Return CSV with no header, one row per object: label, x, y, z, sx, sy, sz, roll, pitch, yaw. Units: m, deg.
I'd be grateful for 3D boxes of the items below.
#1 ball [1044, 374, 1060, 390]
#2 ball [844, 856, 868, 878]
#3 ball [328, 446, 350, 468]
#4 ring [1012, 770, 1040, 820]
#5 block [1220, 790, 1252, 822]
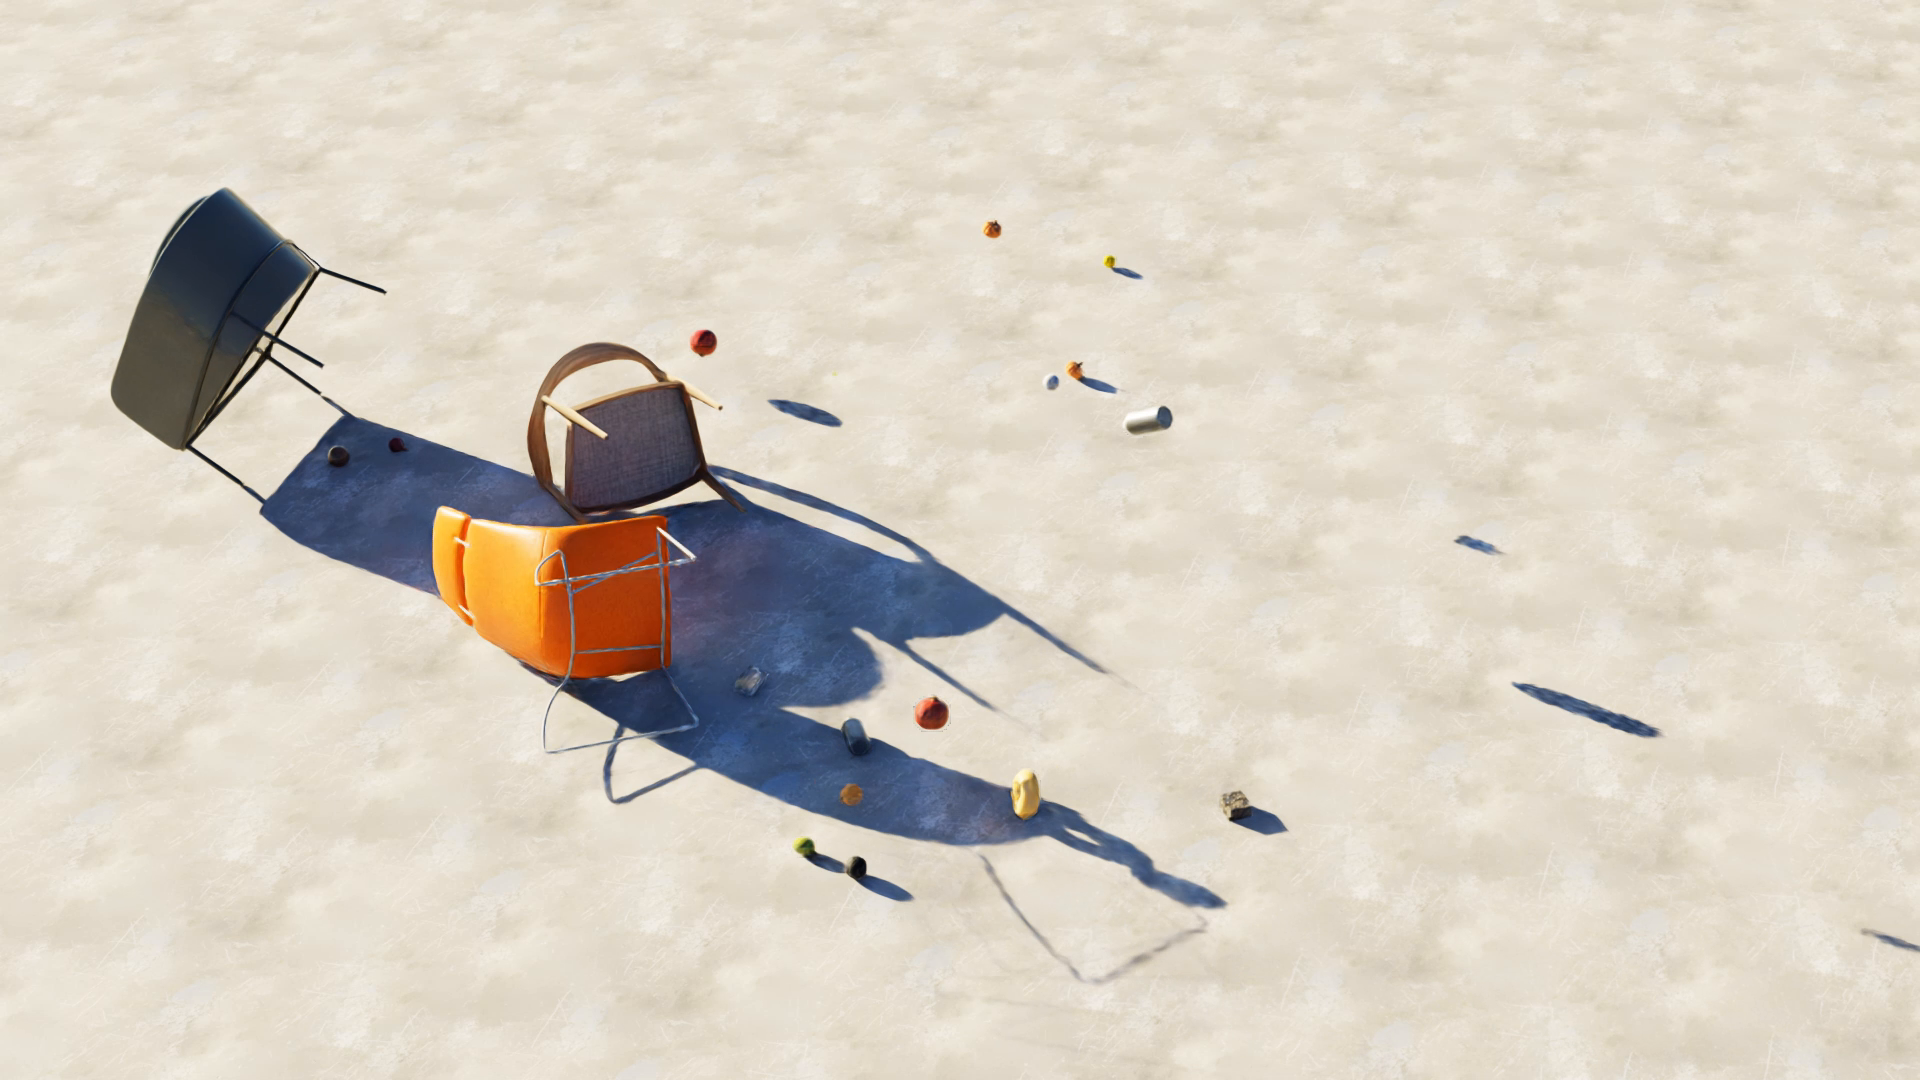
ball,0.309,-0.533,9.895,0.057,0.057,0.057,0,33,0
ball,-0.330,1.039,9.302,0.072,0.072,0.072,0,33,0
ball,-2.407,-0.324,11.360,0.083,0.083,0.083,0,33,0
ring,0.213,0.828,9.544,0.063,0.160,0.162,2,15,-13
block,0.900,0.868,9.584,0.076,0.047,0.086,-11,35,-16
